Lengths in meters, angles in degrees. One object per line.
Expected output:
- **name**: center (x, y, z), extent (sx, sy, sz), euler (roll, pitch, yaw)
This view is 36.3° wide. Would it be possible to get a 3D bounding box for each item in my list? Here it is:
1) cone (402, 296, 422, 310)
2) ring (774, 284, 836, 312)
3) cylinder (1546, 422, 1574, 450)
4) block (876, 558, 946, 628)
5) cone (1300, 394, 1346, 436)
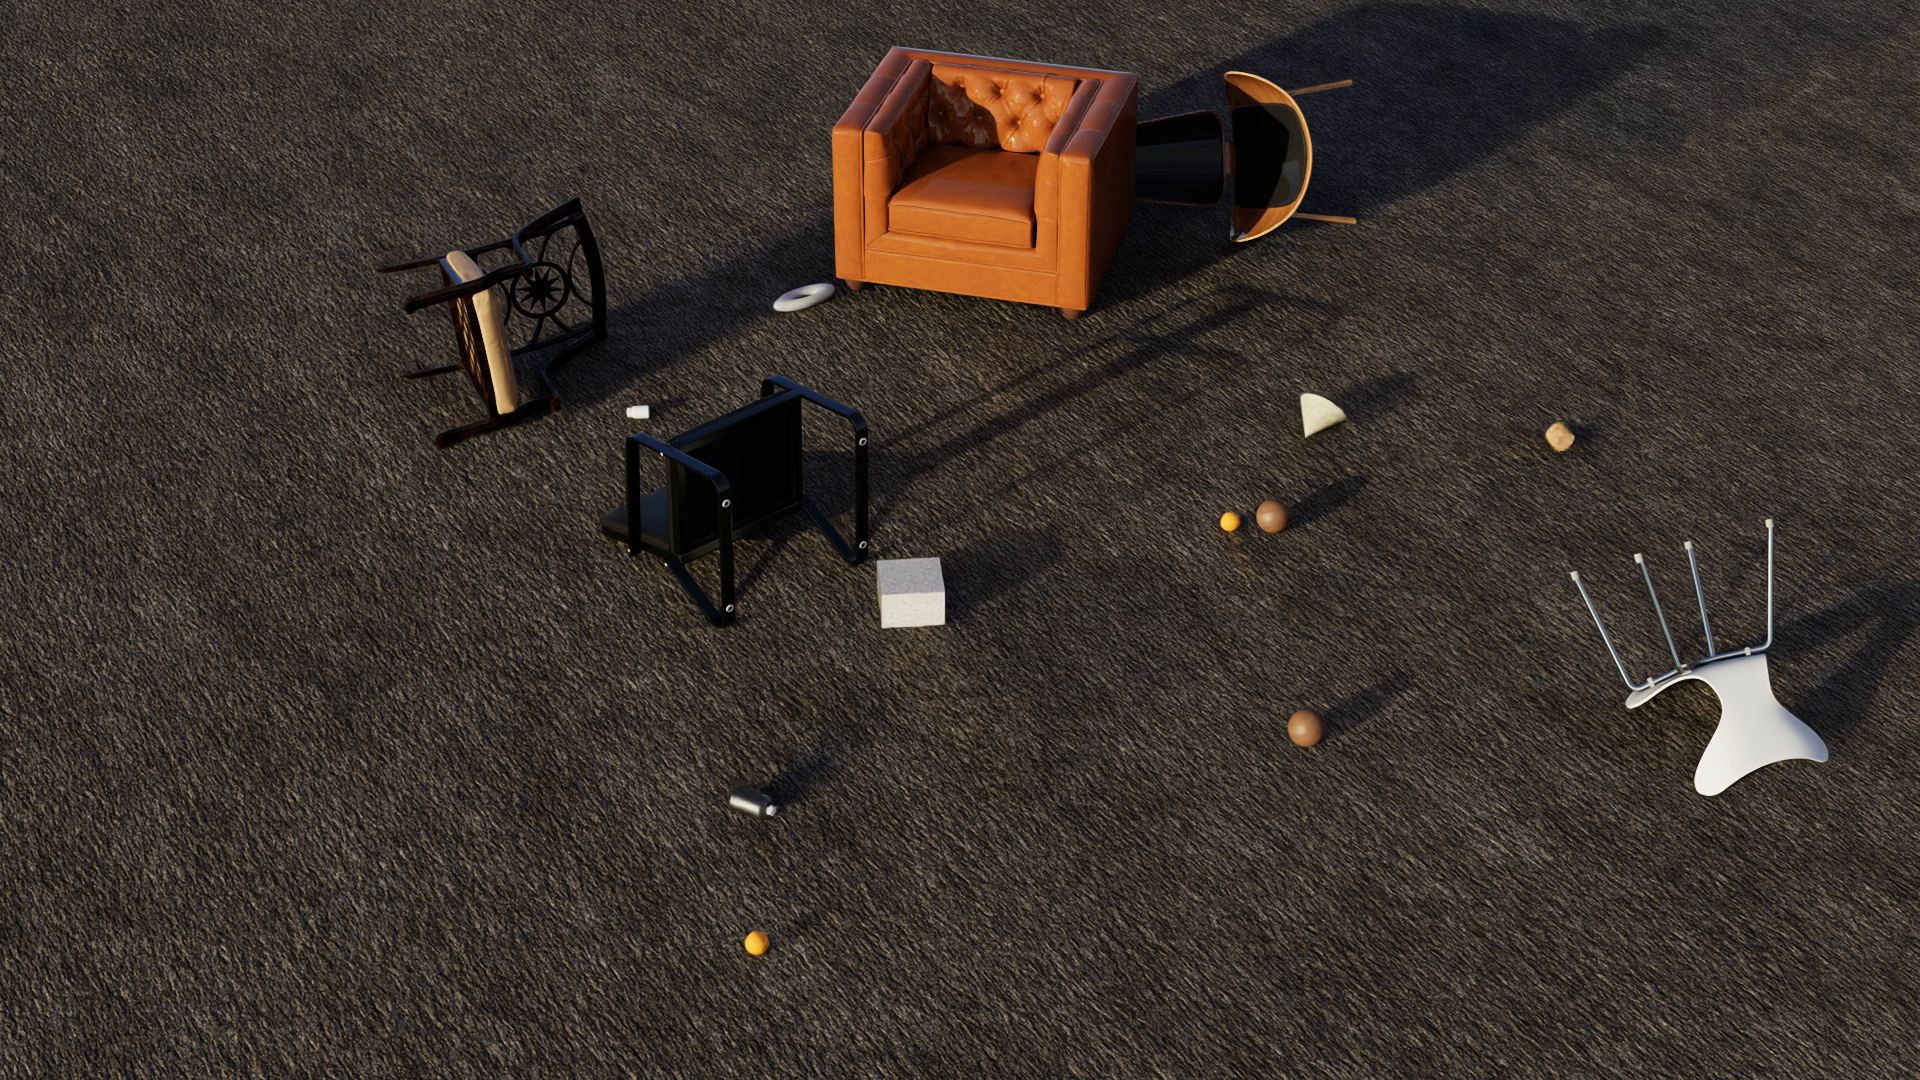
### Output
- **cone**: center (-2.306, -0.994, 12.434), extent (0.091, 0.040, 0.073), euler (33, 52, 21)
- **ring**: center (-0.662, -1.031, 12.468), extent (0.309, 0.047, 0.133), euler (-22, 38, -30)
- **cylinder**: center (2.352, -0.406, 11.492), extent (0.061, 0.087, 0.092), euler (35, 17, -32)
- **block**: center (-0.177, 0.188, 10.531), extent (0.226, 0.141, 0.223), euler (-3, 34, -5)
- **cone**: center (1.400, -0.463, 11.586), extent (0.201, 0.147, 0.156), euler (26, 66, 18)
